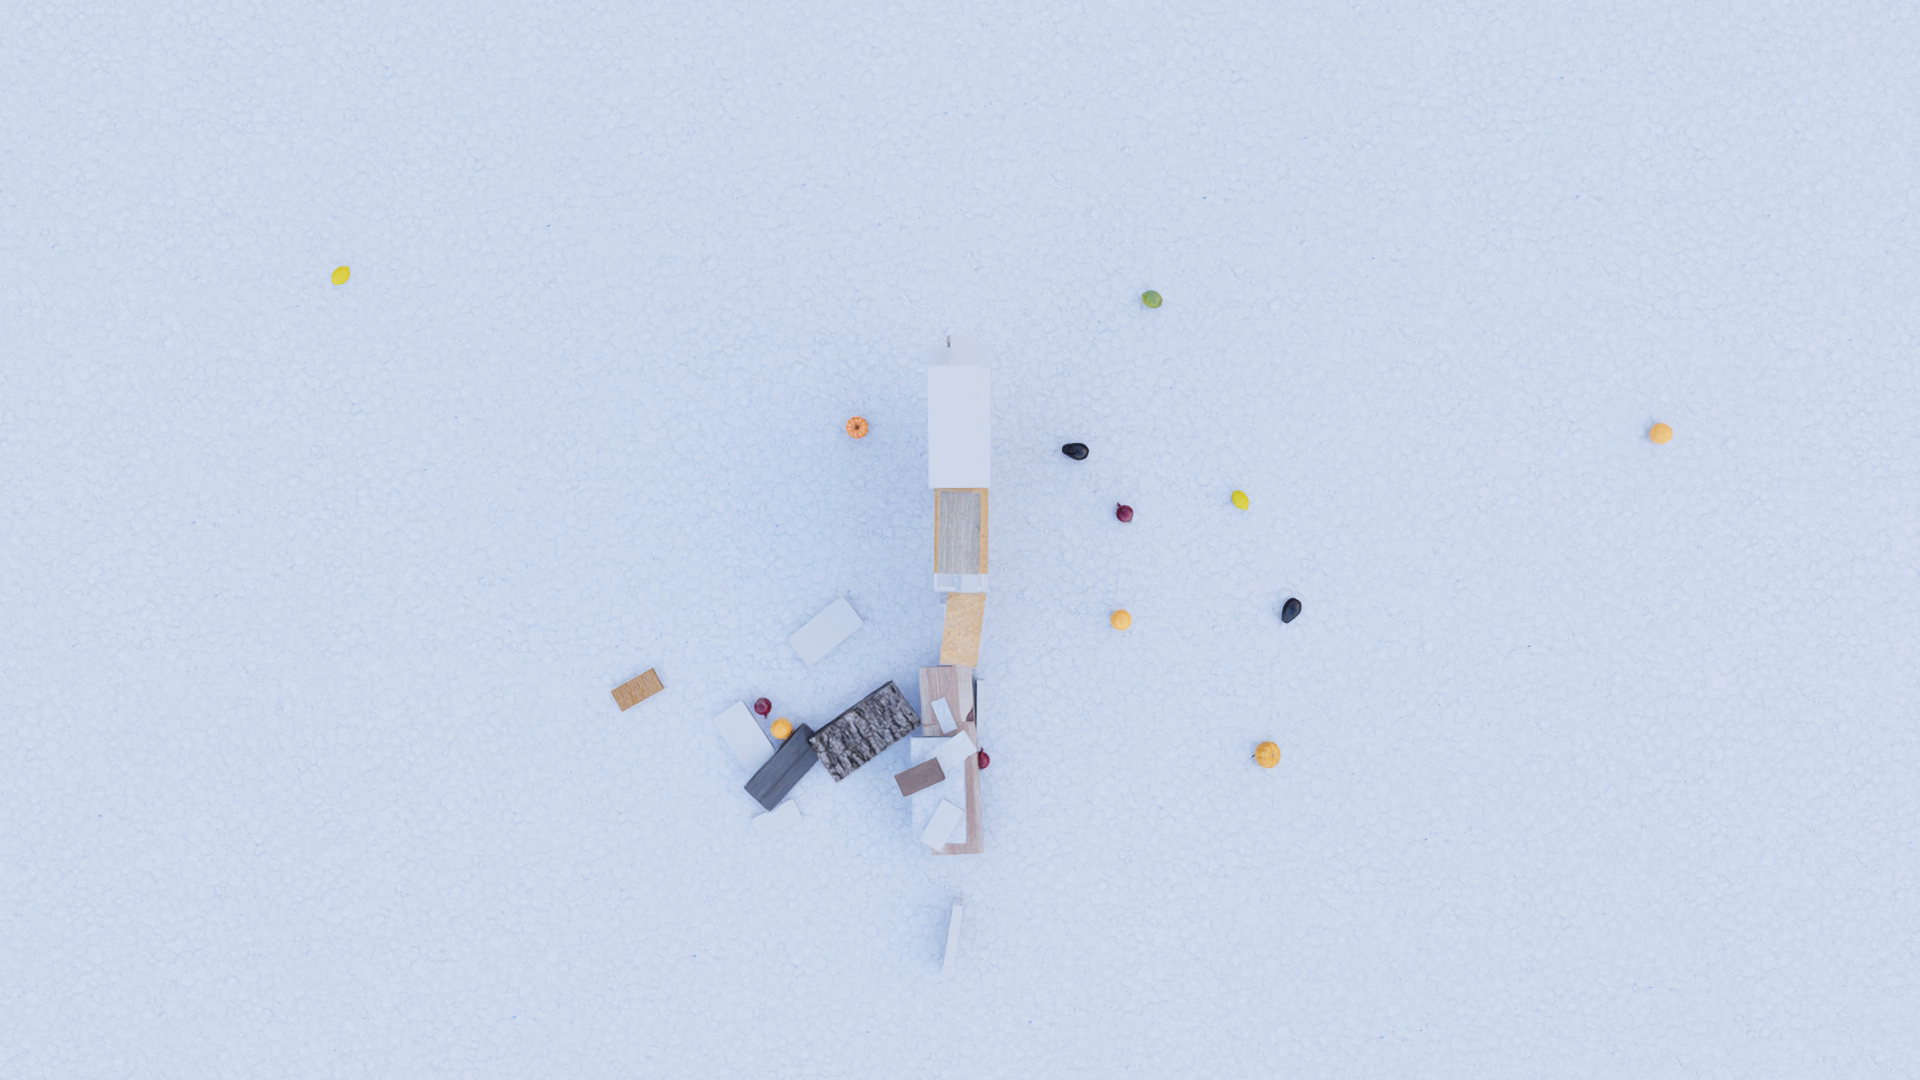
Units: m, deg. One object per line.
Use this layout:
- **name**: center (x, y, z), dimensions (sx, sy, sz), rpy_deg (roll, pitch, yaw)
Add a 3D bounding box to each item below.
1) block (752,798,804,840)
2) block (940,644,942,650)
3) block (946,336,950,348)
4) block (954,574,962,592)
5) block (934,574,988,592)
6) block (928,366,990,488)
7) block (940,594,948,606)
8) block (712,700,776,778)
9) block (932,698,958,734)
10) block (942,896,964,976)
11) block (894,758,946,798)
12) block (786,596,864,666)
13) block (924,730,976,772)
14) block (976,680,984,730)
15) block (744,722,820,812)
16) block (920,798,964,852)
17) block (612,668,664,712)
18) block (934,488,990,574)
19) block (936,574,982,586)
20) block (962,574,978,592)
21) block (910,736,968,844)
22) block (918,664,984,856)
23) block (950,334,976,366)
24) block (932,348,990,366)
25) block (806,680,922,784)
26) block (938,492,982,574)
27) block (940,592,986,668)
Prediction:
- **block**: center (-0.608, 0.928, 5.489), dimensions (0.155, 0.022, 0.077), rpy_deg (-27, 90, 0)
- **block**: center (-0.004, 0.358, 5.380), dimensions (0.120, 0.239, 0.034), rpy_deg (1, 87, 0)
- **block**: center (-0.002, -0.537, 4.914), dimensions (0.067, 1.172, 0.019), rpy_deg (0, 91, 0)
- **block**: center (0.005, 0.103, 4.813), dimensions (0.048, 0.014, 0.096), rpy_deg (-6, 90, 0)
- **block**: center (0.003, -0.008, 5.141), dimensions (0.167, 0.047, 0.335), rpy_deg (0, 90, 0)
- **block**: center (-0.002, -0.283, 4.135), dimensions (0.152, 0.043, 0.304), rpy_deg (0, 90, 0)
- **block**: center (-0.004, 0.195, 5.379), dimensions (0.120, 0.239, 0.034), rpy_deg (0, 86, 0)
- **block**: center (-0.709, 0.661, 5.483), dimensions (0.118, 0.033, 0.236), rpy_deg (-34, 90, 0)
- **block**: center (-0.051, 0.575, 5.405), dimensions (0.048, 0.014, 0.111), rpy_deg (-23, 87, 7)
- **block**: center (-0.024, 1.307, 5.442), dimensions (0.033, 0.117, 0.233), rpy_deg (9, 90, 0)
- **block**: center (-0.130, 0.769, 5.349), dimensions (0.155, 0.022, 0.077), rpy_deg (-26, 88, 19)
- **block**: center (-0.446, 0.303, 5.483), dimensions (0.236, 0.033, 0.118), rpy_deg (-38, 90, 0)
- **block**: center (-0.031, 0.691, 5.349), dimensions (0.158, 0.022, 0.079), rpy_deg (-33, 86, 6)
- **block**: center (0.067, 0.543, 5.461), dimensions (0.022, 0.079, 0.158), rpy_deg (1, 90, 0)
- **block**: center (-0.573, 0.751, 5.455), dimensions (0.118, 0.033, 0.291), rpy_deg (44, 83, -10)
- **block**: center (-0.058, 0.925, 5.352), dimensions (0.077, 0.022, 0.155), rpy_deg (30, 94, 6)
- **block**: center (-1.073, 0.499, 5.489), dimensions (0.158, 0.022, 0.079), rpy_deg (-29, 90, 0)
- **block**: center (0.004, -0.056, 4.504), dimensions (0.148, 0.042, 0.295), rpy_deg (1, 90, 0)
- **block**: center (-0.002, 0.007, 4.838), dimensions (0.131, 0.037, 0.261), rpy_deg (0, 90, 0)
- **block**: center (0.027, 0.105, 4.799), dimensions (0.048, 0.014, 0.096), rpy_deg (-1, 90, 0)
- **block**: center (-0.068, 0.815, 5.389), dimensions (0.172, 0.049, 0.344), rpy_deg (-2, 90, 7)
- **block**: center (-0.027, 0.723, 5.433), dimensions (0.172, 0.049, 0.617), rpy_deg (-4, 89, 7)
- **block**: center (0.008, -0.469, 4.319), dimensions (0.067, 0.019, 0.133), rpy_deg (-1, 91, 0)
- **block**: center (0.001, -0.363, 4.484), dimensions (0.157, 0.045, 0.315), rpy_deg (0, 90, 0)
- **block**: center (-0.316, 0.630, 5.449), dimensions (0.344, 0.049, 0.172), rpy_deg (-35, 101, -4)
- **block**: center (-0.001, -0.018, 4.256), dimensions (0.106, 0.030, 0.212), rpy_deg (2, 90, 0)
- **block**: center (0.009, 0.278, 5.242), dimensions (0.120, 0.034, 0.239), rpy_deg (8, 90, 0)
